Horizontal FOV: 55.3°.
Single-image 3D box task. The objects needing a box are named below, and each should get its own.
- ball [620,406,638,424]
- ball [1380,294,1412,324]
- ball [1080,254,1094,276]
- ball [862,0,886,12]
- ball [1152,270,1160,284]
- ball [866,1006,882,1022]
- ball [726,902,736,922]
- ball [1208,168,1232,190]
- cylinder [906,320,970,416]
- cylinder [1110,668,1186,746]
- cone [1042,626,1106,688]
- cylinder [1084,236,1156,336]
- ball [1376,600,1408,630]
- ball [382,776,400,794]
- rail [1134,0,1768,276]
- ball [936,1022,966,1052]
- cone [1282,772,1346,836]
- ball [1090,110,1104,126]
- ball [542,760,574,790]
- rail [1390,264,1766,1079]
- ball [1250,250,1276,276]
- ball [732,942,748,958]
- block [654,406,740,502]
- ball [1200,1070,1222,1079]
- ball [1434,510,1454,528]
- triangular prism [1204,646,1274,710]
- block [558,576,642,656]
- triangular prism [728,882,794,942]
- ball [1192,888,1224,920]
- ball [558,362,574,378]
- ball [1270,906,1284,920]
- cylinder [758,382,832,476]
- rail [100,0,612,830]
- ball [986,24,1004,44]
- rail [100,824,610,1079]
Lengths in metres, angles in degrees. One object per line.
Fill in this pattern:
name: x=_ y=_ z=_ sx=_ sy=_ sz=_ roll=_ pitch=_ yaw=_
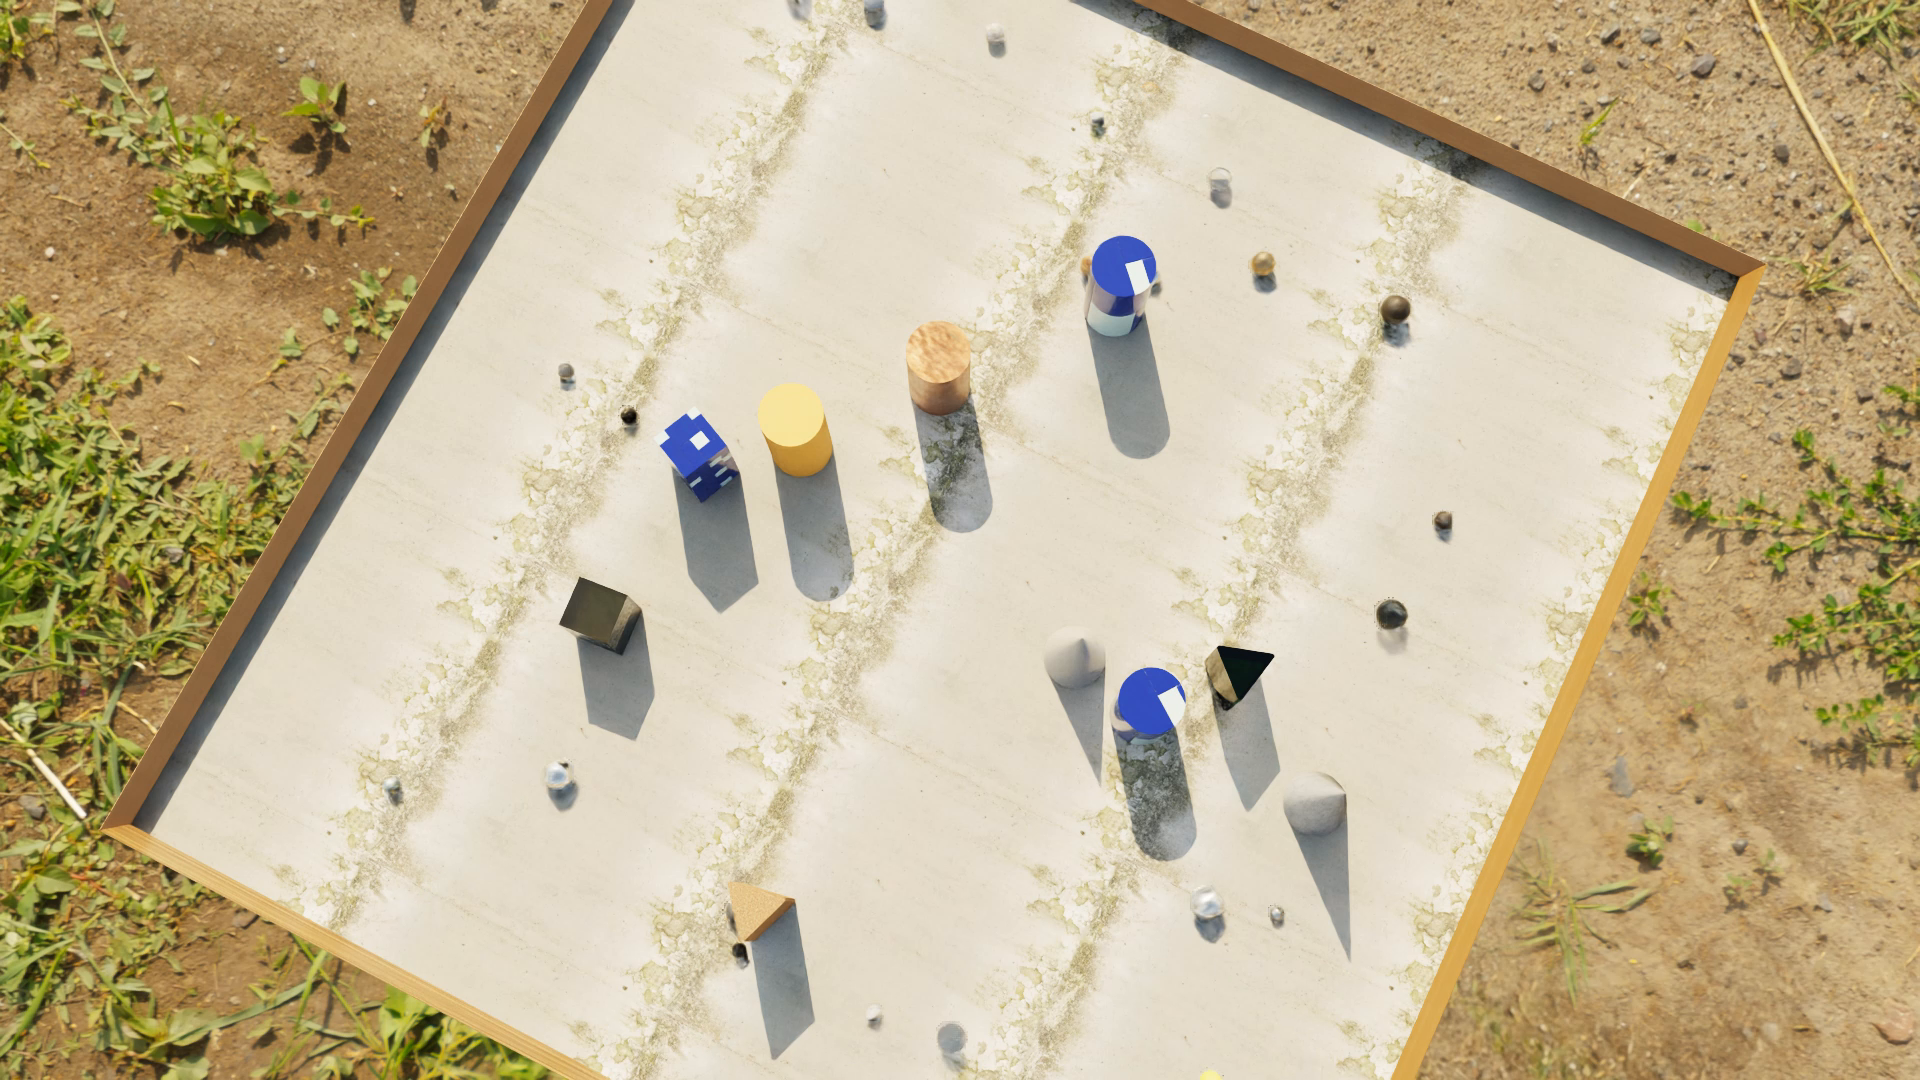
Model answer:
ball: x=-1.024 y=-0.387 z=5.670 sx=0.052 sy=0.052 sz=0.052 roll=0 pitch=78 yaw=0
ball: x=1.360 y=-0.719 z=5.718 sx=0.093 sy=0.093 sz=0.093 roll=0 pitch=78 yaw=0
ball: x=0.415 y=-0.861 z=5.757 sx=0.073 sy=0.073 sz=0.073 roll=0 pitch=78 yaw=0
ball: x=-0.280 y=-1.753 z=5.940 sx=0.076 sy=0.076 sz=0.076 roll=0 pitch=78 yaw=0
ball: x=0.606 y=-0.827 z=5.762 sx=0.050 sy=0.050 sz=0.050 roll=0 pitch=78 yaw=0
ball: x=-0.249 y=1.372 z=5.309 sx=0.047 sy=0.047 sz=0.047 roll=0 pitch=78 yaw=0
ball: x=-0.658 y=1.087 z=5.359 sx=0.058 sy=0.058 sz=0.058 roll=0 pitch=78 yaw=0
ball: x=0.827 y=-1.146 z=5.816 sx=0.072 sy=0.072 sz=0.072 roll=0 pitch=78 yaw=0
cylinder: x=-0.064 y=-0.516 z=5.541 sx=0.191 sy=0.356 sz=0.191 roll=0 pitch=78 yaw=0
cylinder: x=0.544 y=0.488 z=5.348 sx=0.191 sy=0.328 sz=0.191 roll=0 pitch=78 yaw=0
cone: x=0.346 y=0.315 z=5.358 sx=0.191 sy=0.379 sz=0.191 roll=0 pitch=78 yaw=0
cylinder: x=0.483 y=-0.769 z=5.583 sx=0.191 sy=0.378 sz=0.191 roll=0 pitch=78 yaw=0
ball: x=1.301 y=0.226 z=5.521 sx=0.096 sy=0.096 sz=0.096 roll=0 pitch=78 yaw=0
ball: x=-1.688 y=0.728 z=5.440 sx=0.051 sy=0.051 sz=0.051 roll=0 pitch=78 yaw=0
rail: x=0.836 y=-1.630 z=5.889 sx=3.693 sy=0.124 sz=0.045 roll=26 pitch=80 yaw=5
ball: x=-0.025 y=1.433 z=5.277 sx=0.084 sy=0.084 sz=0.084 roll=0 pitch=78 yaw=0
cone: x=1.056 y=0.738 z=5.232 sx=0.191 sy=0.454 sz=0.191 roll=0 pitch=78 yaw=0
ball: x=0.440 y=-1.351 z=5.872 sx=0.048 sy=0.048 sz=0.048 roll=0 pitch=78 yaw=0
ball: x=-1.191 y=0.694 z=5.428 sx=0.089 sy=0.089 sz=0.089 roll=0 pitch=78 yaw=0
rail: x=1.630 y=0.805 z=5.386 sx=0.045 sy=0.124 sz=3.784 roll=26 pitch=80 yaw=5
ball: x=0.952 y=-0.869 z=5.757 sx=0.077 sy=0.077 sz=0.077 roll=0 pitch=78 yaw=0
ball: x=-0.643 y=1.197 z=5.346 sx=0.045 sy=0.045 sz=0.045 roll=0 pitch=78 yaw=0
block: x=-0.786 y=-0.252 z=5.499 sx=0.153 sy=0.332 sz=0.153 roll=-39 pitch=81 yaw=-7
ball: x=0.719 y=1.556 z=5.261 sx=0.066 sy=0.066 sz=0.066 roll=0 pitch=78 yaw=0
ball: x=1.479 y=-0.061 z=5.601 sx=0.055 sy=0.055 sz=0.055 roll=0 pitch=78 yaw=0
triangular prism: x=0.795 y=0.378 z=5.392 sx=0.143 sy=0.287 sz=0.166 roll=38 pitch=81 yaw=7
block: x=-1.065 y=0.228 z=5.443 sx=0.153 sy=0.248 sz=0.153 roll=21 pitch=79 yaw=4
triangular prism: x=-0.594 y=1.034 z=5.237 sx=0.166 sy=0.324 sz=0.143 roll=-43 pitch=82 yaw=-8
ball: x=0.724 y=1.061 z=5.350 sx=0.092 sy=0.092 sz=0.092 roll=0 pitch=78 yaw=0
ball: x=-1.226 y=-0.526 z=5.700 sx=0.050 sy=0.050 sz=0.050 roll=0 pitch=78 yaw=0
ball: x=0.931 y=1.094 z=5.370 sx=0.040 sy=0.040 sz=0.040 roll=0 pitch=78 yaw=0
cylinder: x=-0.490 y=-0.326 z=5.493 sx=0.191 sy=0.373 sz=0.191 roll=0 pitch=78 yaw=0
rail: x=-1.630 y=-0.792 z=5.716 sx=0.045 sy=0.124 sz=3.784 roll=26 pitch=80 yaw=5
ball: x=0.114 y=-1.638 z=5.924 sx=0.062 sy=0.062 sz=0.062 roll=0 pitch=78 yaw=0
rail: x=-0.836 y=1.643 z=5.212 sx=3.693 sy=0.124 sz=0.045 roll=26 pitch=80 yaw=5
